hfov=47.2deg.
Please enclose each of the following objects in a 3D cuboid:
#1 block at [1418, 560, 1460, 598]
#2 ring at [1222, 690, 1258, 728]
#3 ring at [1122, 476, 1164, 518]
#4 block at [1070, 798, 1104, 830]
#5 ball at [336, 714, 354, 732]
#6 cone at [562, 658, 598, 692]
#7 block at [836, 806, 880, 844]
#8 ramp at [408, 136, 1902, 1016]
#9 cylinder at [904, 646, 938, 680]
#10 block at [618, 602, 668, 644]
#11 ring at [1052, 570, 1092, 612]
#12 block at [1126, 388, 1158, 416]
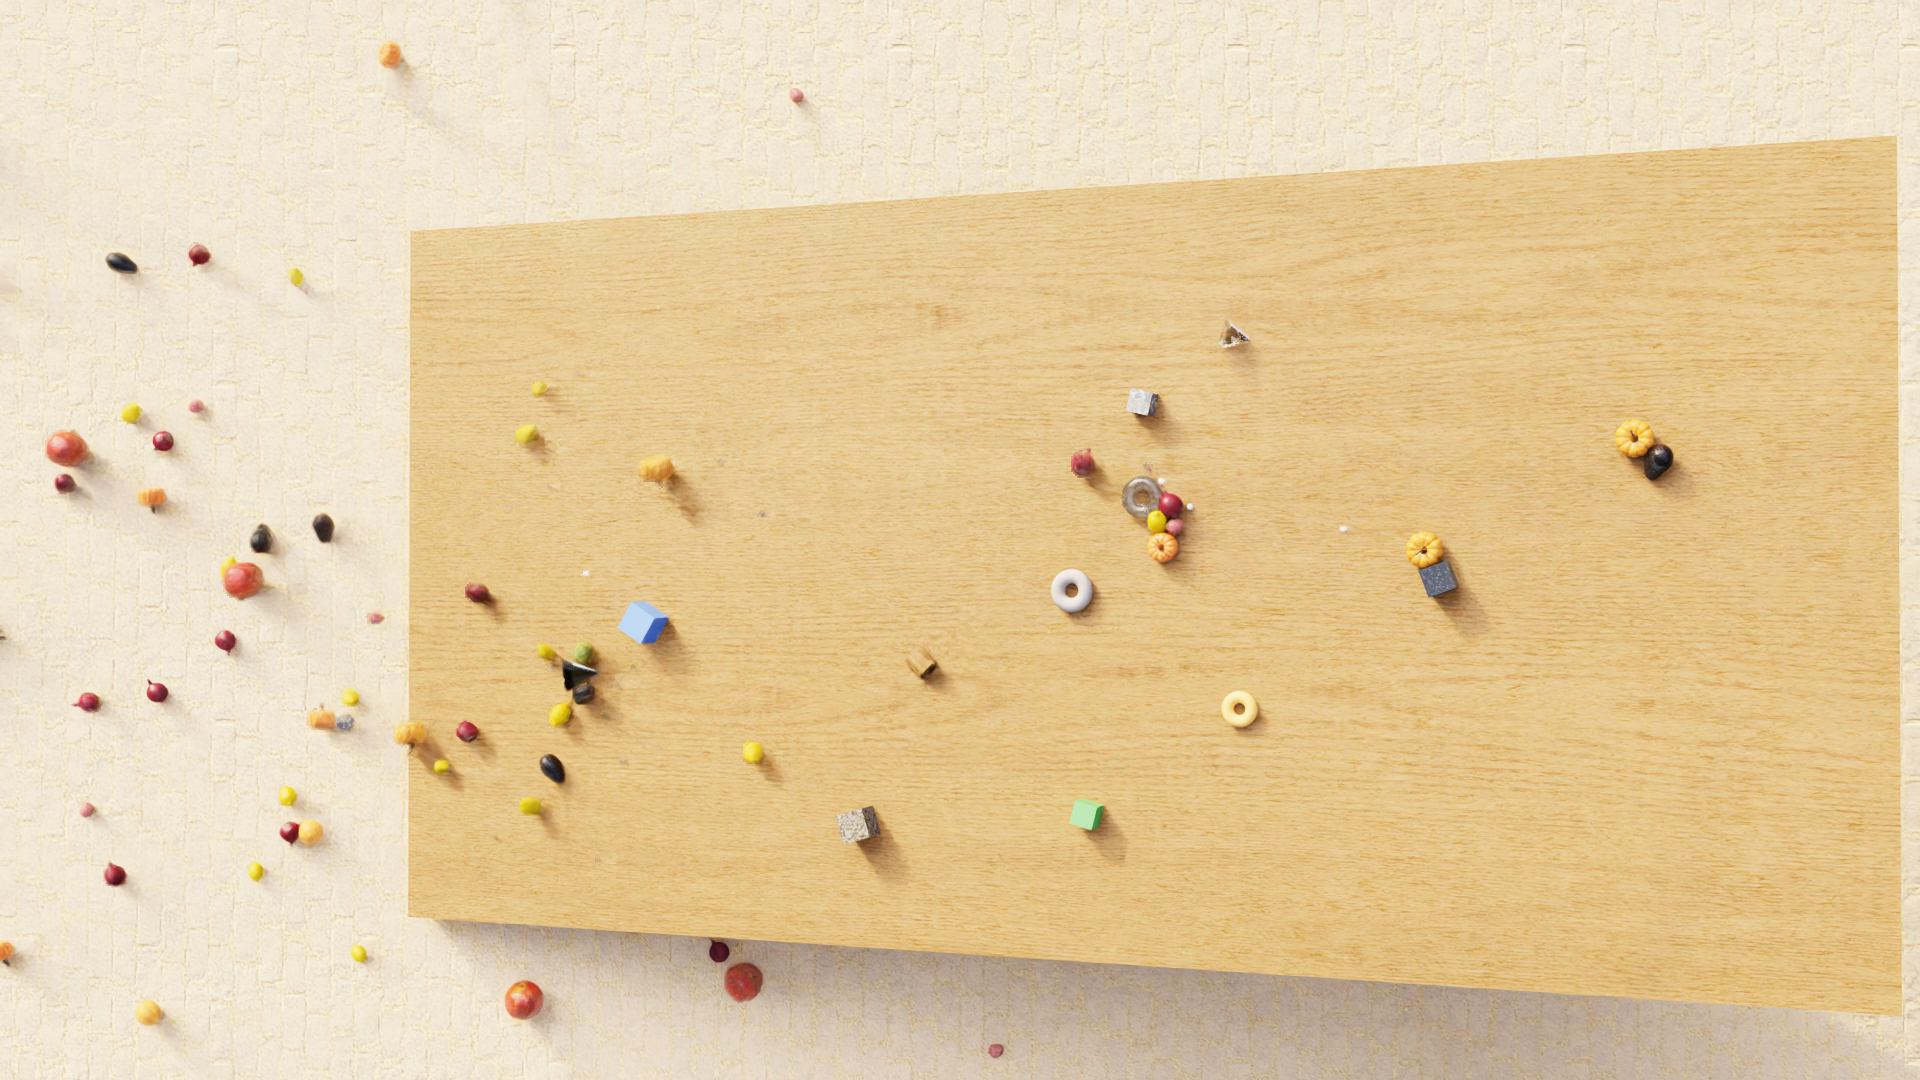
[{"bbox_3d":[1.160,0.095,5.327,0.069,0.069,0.069,-22,82,19],"label":"block"},{"bbox_3d":[0.702,0.424,5.518,0.092,0.031,0.092,0,91,21],"label":"ring"},{"bbox_3d":[0.466,-0.109,5.610,0.111,0.037,0.111,0,90,22],"label":"ring"},{"bbox_3d":[0.325,0.703,5.640,0.061,0.061,0.061,15,95,20],"label":"block"},{"bbox_3d":[-1.809,0.537,6.475,0.050,0.050,0.050,0,89,0],"label":"ball"},{"bbox_3d":[-1.062,0.376,6.180,0.097,0.097,0.097,-6,89,-6],"label":"cone"},{"bbox_3d":[-0.271,0.759,5.856,0.079,0.079,0.079,-18,83,20],"label":"block"},{"bbox_3d":[0.282,0.088,5.751,4.000,0.100,2.000,0,89,21],"label":"ramp"},{"bbox_3d":[-0.104,0.324,5.806,0.062,0.062,0.062,-43,76,-1],"label":"cylinder"},{"bbox_3d":[-0.877,0.228,6.090,0.084,0.084,0.084,33,101,18],"label":"block"},{"bbox_3d":[0.289,0.131,5.674,0.112,0.037,0.112,0,90,20],"label":"ring"},{"bbox_3d":[0.465,-0.350,5.602,0.058,0.058,0.058,14,94,20],"label":"block"}]
